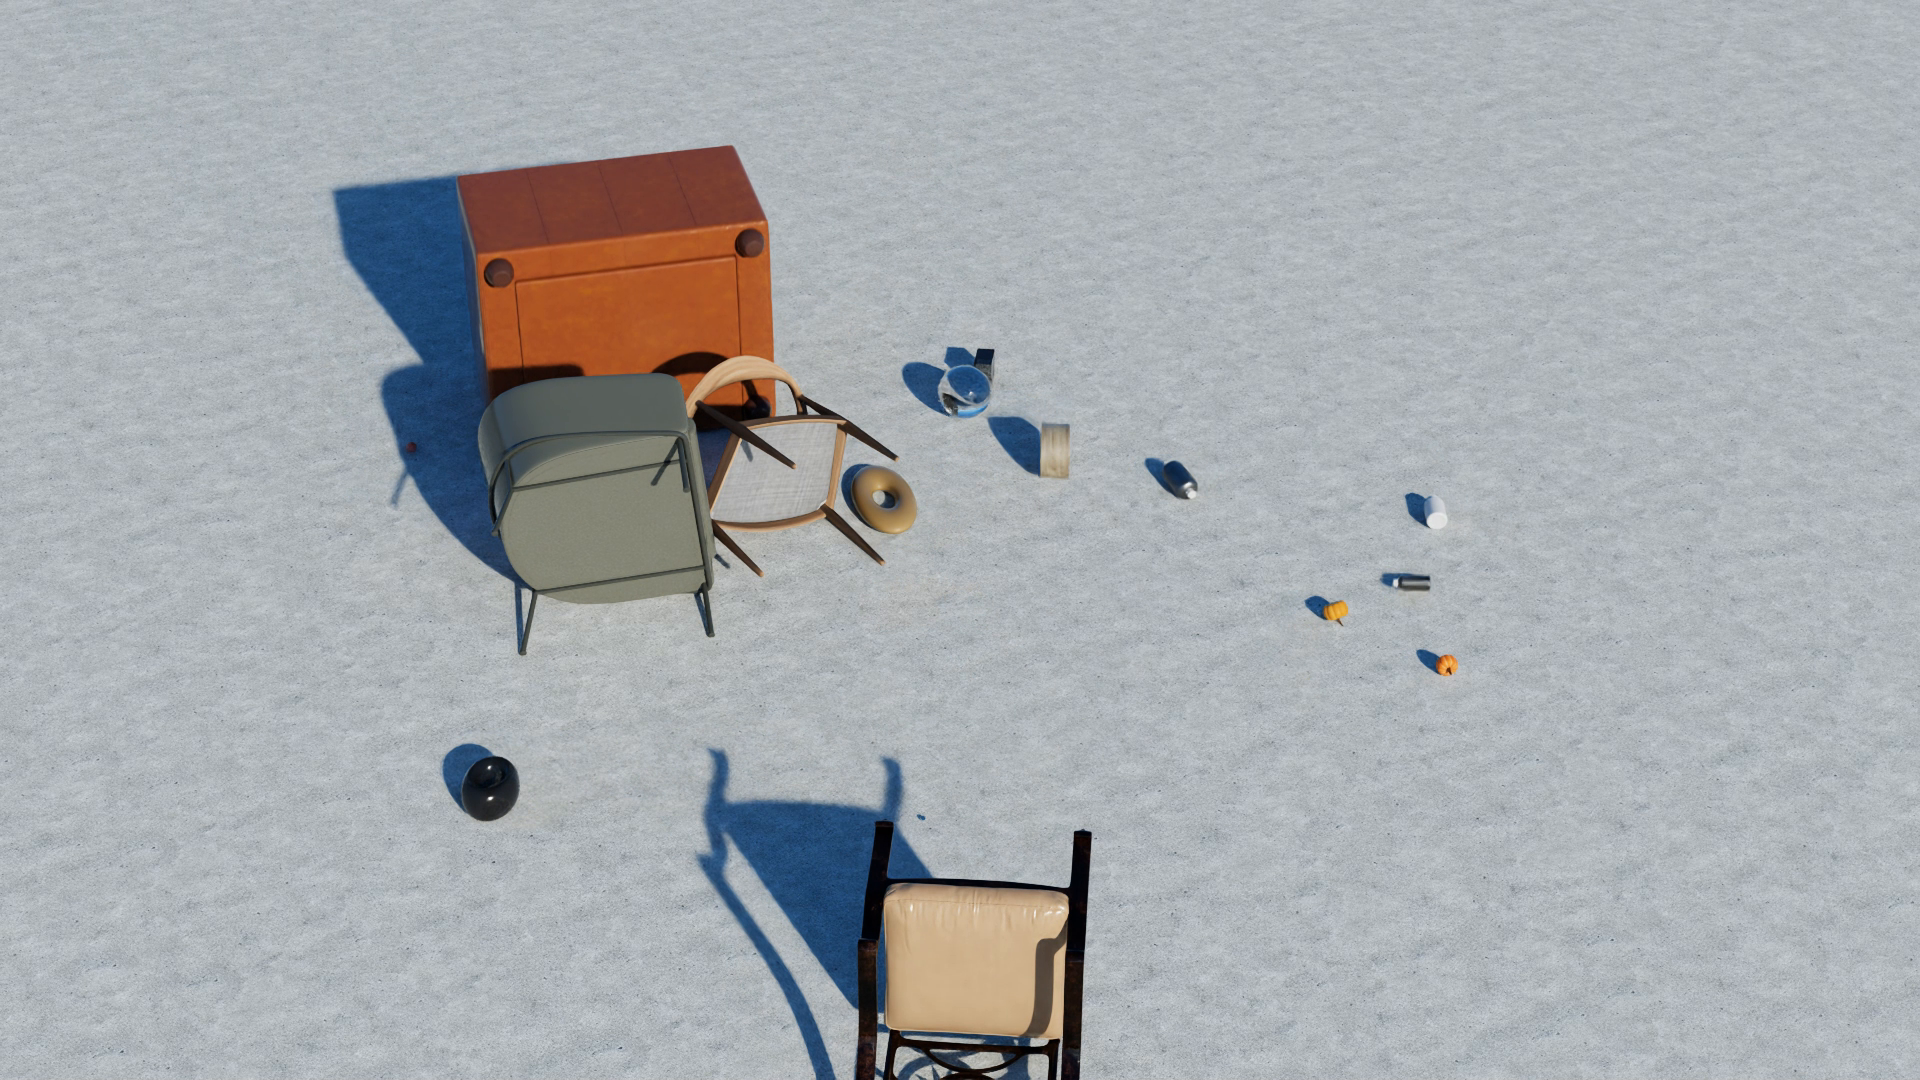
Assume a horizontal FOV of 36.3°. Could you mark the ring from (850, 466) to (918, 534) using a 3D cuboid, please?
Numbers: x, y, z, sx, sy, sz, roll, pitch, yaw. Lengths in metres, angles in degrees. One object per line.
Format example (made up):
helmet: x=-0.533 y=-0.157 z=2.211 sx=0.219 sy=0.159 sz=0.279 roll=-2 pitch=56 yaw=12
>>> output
ring: x=-0.289 y=-0.155 z=11.124 sx=0.237 sy=0.064 sz=0.473 roll=-7 pitch=34 yaw=-12

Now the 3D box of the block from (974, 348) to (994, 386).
block: x=0.098 y=-0.690 z=11.879 sx=0.070 sy=0.124 sz=0.126 roll=4 pitch=34 yaw=6

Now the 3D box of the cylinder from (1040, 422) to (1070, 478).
cylinder: x=0.366 y=-0.348 z=11.286 sx=0.109 sy=0.201 sz=0.210 roll=1 pitch=75 yaw=2

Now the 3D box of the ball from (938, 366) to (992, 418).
ball: x=0.019 y=-0.588 z=11.642 sx=0.213 sy=0.213 sz=0.213 roll=0 pitch=33 yaw=0

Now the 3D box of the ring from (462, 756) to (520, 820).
ring: x=-1.537 y=0.814 z=9.596 sx=0.186 sy=0.127 sz=0.244 roll=6 pitch=36 yaw=6
